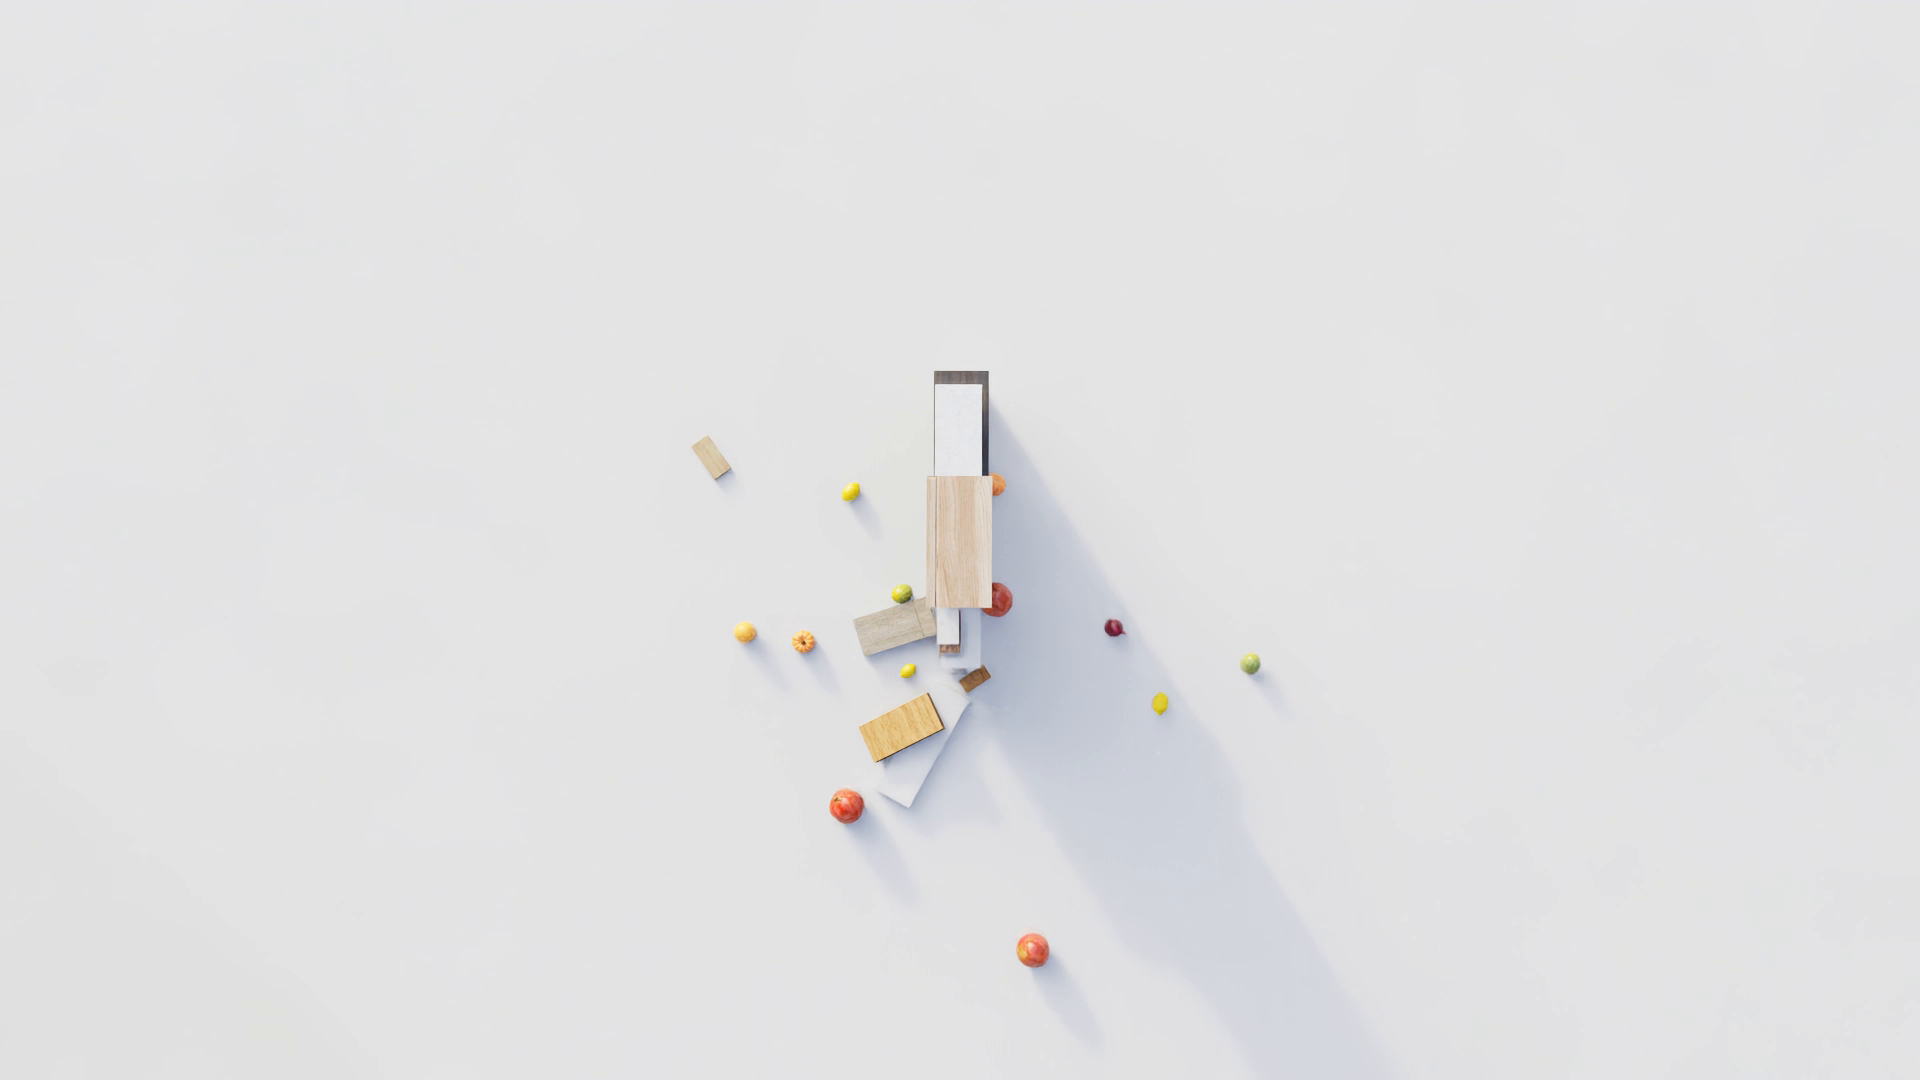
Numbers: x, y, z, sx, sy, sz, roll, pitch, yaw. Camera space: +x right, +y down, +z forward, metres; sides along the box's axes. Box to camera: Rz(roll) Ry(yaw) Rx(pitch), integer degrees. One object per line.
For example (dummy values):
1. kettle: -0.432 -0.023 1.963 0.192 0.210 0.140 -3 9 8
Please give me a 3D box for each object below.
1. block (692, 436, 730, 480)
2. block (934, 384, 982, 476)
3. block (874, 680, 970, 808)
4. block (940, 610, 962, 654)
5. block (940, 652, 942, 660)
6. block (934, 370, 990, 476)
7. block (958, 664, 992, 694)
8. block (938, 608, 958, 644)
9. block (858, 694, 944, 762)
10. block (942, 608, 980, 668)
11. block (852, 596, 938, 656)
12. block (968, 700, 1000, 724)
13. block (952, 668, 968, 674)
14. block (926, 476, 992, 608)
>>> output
1. block: -0.828 -0.275 5.490 0.067 0.019 0.135 -35 90 0
2. block: -0.005 -0.306 4.678 0.133 0.038 0.265 0 90 0
3. block: -0.125 0.677 5.482 0.129 0.036 0.412 29 90 0
4. block: -0.031 0.288 5.204 0.068 0.019 0.135 1 90 0
5. block: -0.004 0.371 5.374 0.125 0.249 0.035 2 85 0
6. block: 0.004 -0.354 5.135 0.171 0.048 0.341 0 90 0
7. block: 0.050 0.463 5.493 0.099 0.014 0.050 -34 90 0
8. block: -0.037 0.260 5.185 0.068 0.019 0.135 0 90 0
9. block: -0.192 0.621 5.450 0.257 0.036 0.129 -27 78 8
10. block: 0.002 0.280 5.231 0.125 0.035 0.249 0 90 0
11. block: -0.214 0.286 5.482 0.257 0.036 0.129 -17 90 0
12. block: 0.081 0.572 5.493 0.099 0.014 0.050 24 90 0
13. block: 0.001 0.420 5.452 0.050 0.099 0.014 2 65 0
14. block: -0.002 0.004 4.365 0.173 0.049 0.347 0 90 0
